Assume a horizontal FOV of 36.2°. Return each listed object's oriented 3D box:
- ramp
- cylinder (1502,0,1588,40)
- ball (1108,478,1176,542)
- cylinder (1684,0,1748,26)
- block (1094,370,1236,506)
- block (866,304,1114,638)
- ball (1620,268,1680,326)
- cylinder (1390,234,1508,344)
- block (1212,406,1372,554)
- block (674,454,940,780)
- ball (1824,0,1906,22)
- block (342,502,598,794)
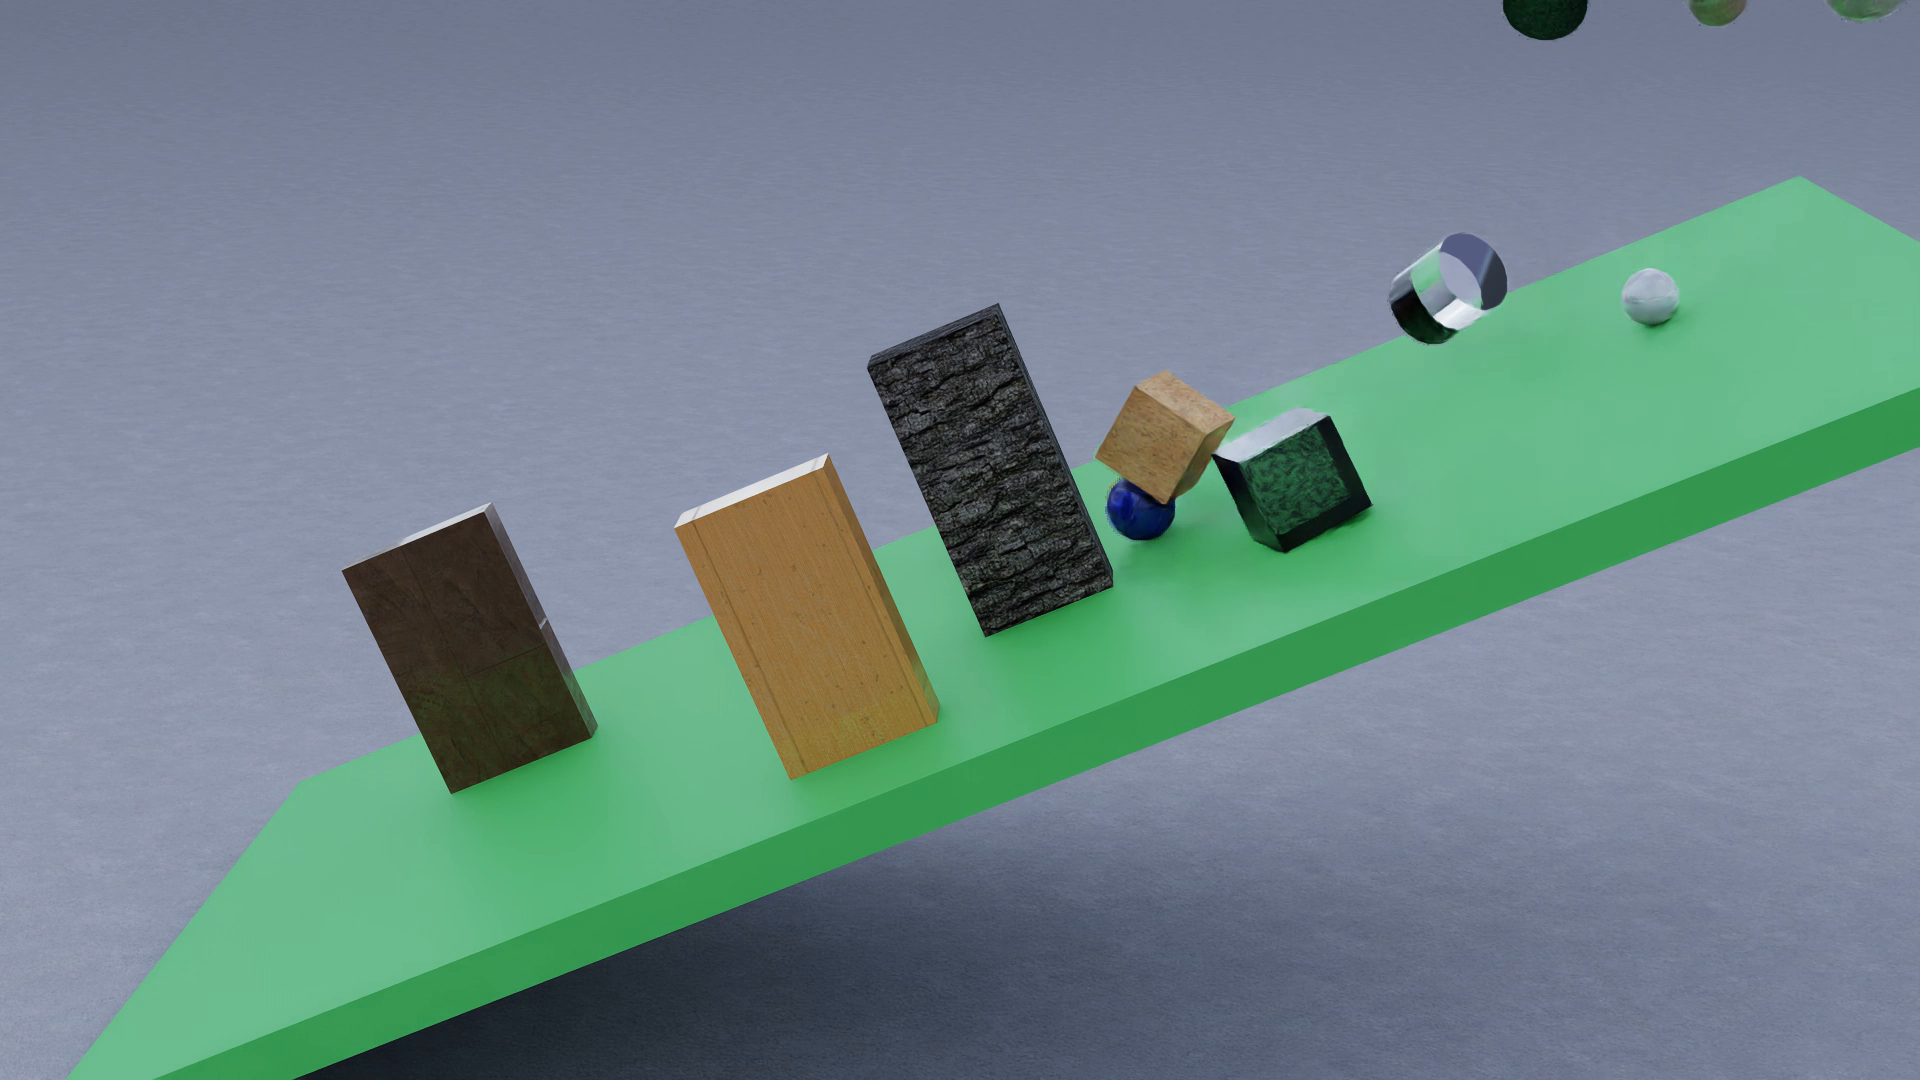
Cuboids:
[{"bbox_3d":[0.128,0.171,6.287,4.000,0.100,2.000,-22,12,8],"label":"ramp"},{"bbox_3d":[1.108,-1.048,5.524,0.155,0.155,0.155,4,43,17],"label":"cylinder"},{"bbox_3d":[0.386,-0.071,6.252,0.147,0.147,0.147,0,15,0],"label":"ball"},{"bbox_3d":[1.526,-1.122,5.970,0.117,0.117,0.117,10,-13,34],"label":"cylinder"},{"bbox_3d":[0.432,-0.217,6.184,0.182,0.182,0.182,35,25,13],"label":"block"},{"bbox_3d":[0.066,-0.142,6.046,0.285,0.614,0.132,-22,12,8],"label":"block"},{"bbox_3d":[1.455,-0.512,6.200,0.119,0.119,0.119,0,15,0],"label":"ball"},{"bbox_3d":[1.105,-0.568,6.661,0.190,0.190,0.190,-9,-16,-32],"label":"cylinder"},{"bbox_3d":[0.654,-0.121,5.813,0.201,0.201,0.201,-29,12,-7],"label":"block"},{"bbox_3d":[-0.289,0.149,5.644,0.308,0.543,0.118,-22,12,8],"label":"block"},{"bbox_3d":[1.842,-1.152,5.980,0.194,0.194,0.194,0,15,0],"label":"ball"},{"bbox_3d":[-1.108,0.247,6.667,0.356,0.572,0.090,-22,12,8],"label":"block"}]
